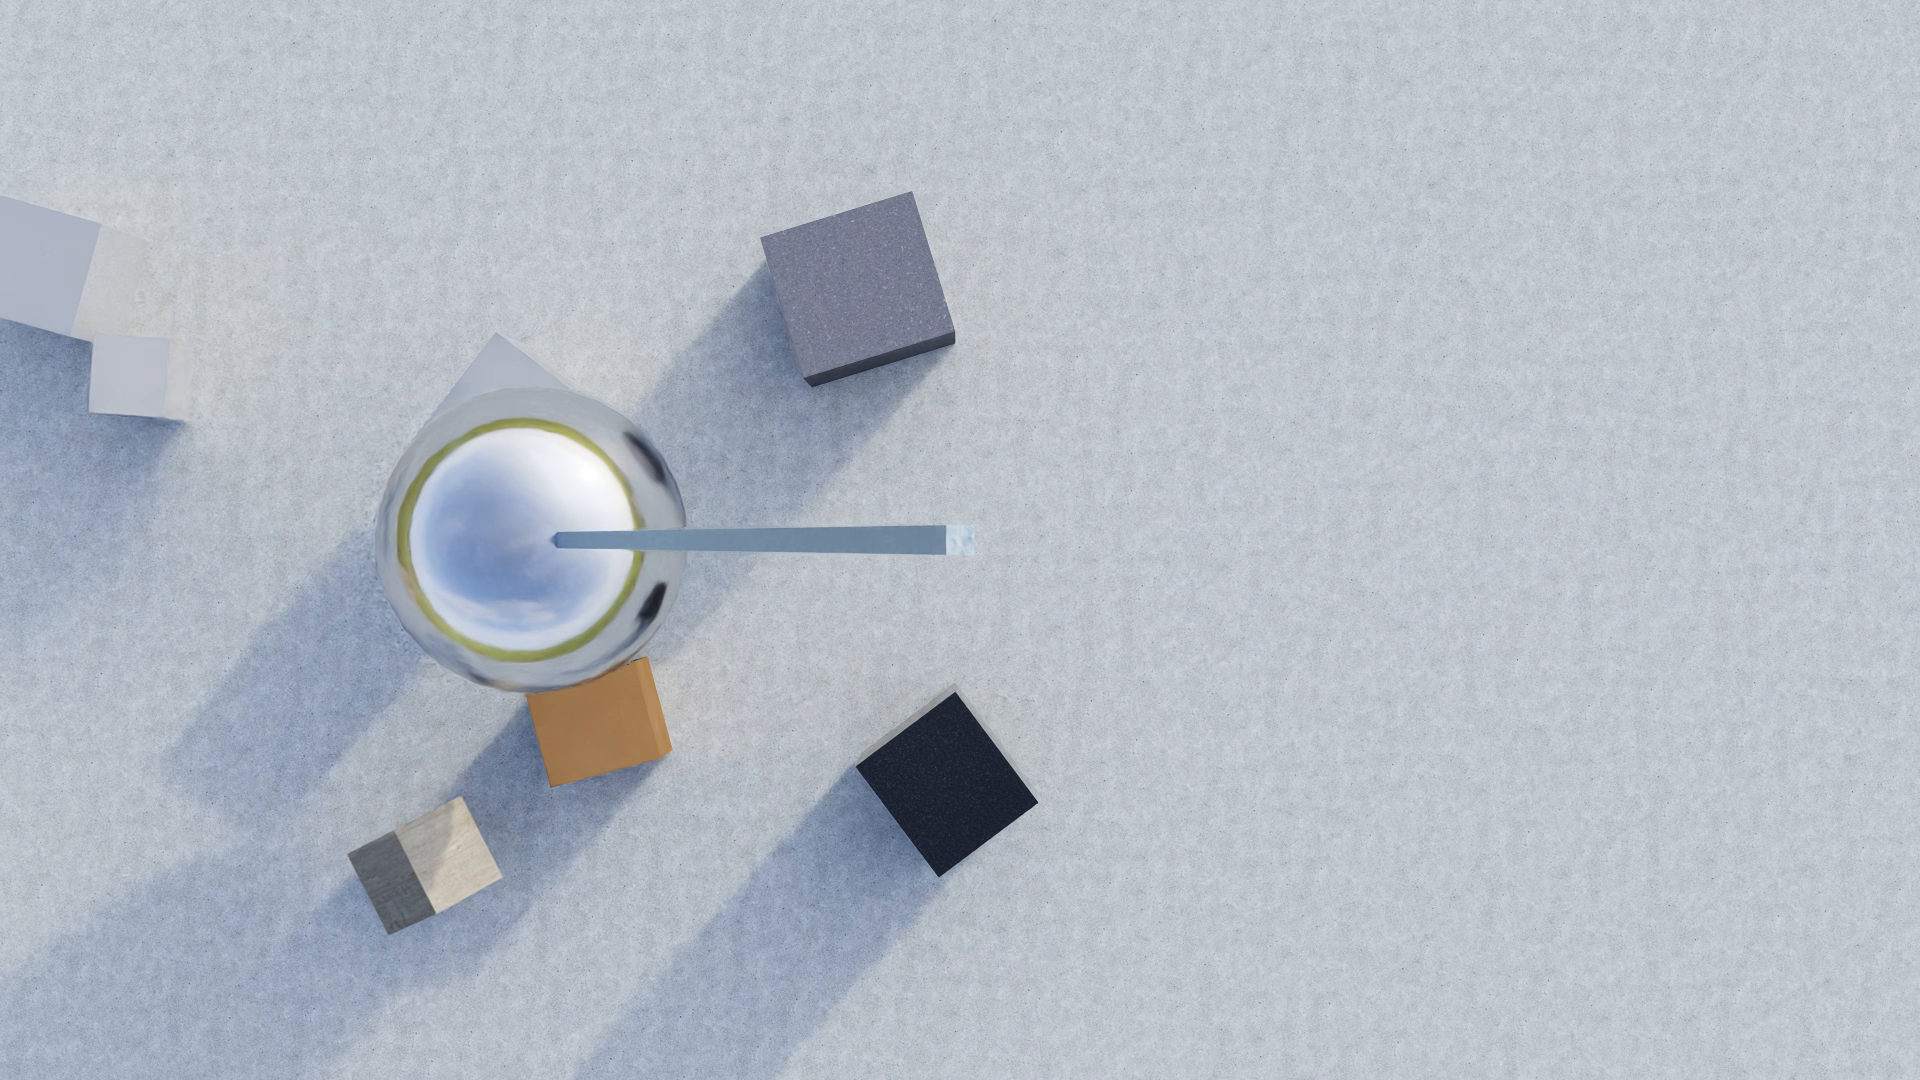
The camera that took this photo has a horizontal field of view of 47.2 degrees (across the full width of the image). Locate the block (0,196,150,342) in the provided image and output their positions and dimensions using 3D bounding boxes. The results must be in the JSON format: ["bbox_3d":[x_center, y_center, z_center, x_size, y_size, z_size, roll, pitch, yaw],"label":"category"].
[{"bbox_3d":[-5.207,-1.542,12.636,0.684,0.729,0.656,16,90,0],"label":"block"}]

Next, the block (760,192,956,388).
[{"bbox_3d":[-0.571,-1.423,12.624,0.888,0.753,0.818,-17,90,0],"label":"block"}]

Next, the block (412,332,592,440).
[{"bbox_3d":[-2.522,-0.601,12.625,0.784,0.750,0.810,38,90,0],"label":"block"}]

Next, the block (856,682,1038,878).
[{"bbox_3d":[-0.072,1.359,12.606,0.694,0.788,0.772,-37,90,0],"label":"block"}]

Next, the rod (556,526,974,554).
[{"bbox_3d":[-0.962,0.000,8.299,0.080,5.200,0.080,0,90,-22],"label":"rod"}]

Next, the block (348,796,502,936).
[{"bbox_3d":[-3.074,1.870,12.631,0.561,0.488,0.526,-27,90,43],"label":"block"}]

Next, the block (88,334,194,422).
[{"bbox_3d":[-4.743,-0.940,12.758,0.427,0.463,0.451,4,90,-3],"label":"block"}]

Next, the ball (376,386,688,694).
[{"bbox_3d":[-2.220,0.000,11.458,1.600,1.600,1.600,0,90,0],"label":"ball"}]

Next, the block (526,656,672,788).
[{"bbox_3d":[-2.084,1.046,12.733,0.644,0.533,0.571,-15,90,0],"label":"block"}]
